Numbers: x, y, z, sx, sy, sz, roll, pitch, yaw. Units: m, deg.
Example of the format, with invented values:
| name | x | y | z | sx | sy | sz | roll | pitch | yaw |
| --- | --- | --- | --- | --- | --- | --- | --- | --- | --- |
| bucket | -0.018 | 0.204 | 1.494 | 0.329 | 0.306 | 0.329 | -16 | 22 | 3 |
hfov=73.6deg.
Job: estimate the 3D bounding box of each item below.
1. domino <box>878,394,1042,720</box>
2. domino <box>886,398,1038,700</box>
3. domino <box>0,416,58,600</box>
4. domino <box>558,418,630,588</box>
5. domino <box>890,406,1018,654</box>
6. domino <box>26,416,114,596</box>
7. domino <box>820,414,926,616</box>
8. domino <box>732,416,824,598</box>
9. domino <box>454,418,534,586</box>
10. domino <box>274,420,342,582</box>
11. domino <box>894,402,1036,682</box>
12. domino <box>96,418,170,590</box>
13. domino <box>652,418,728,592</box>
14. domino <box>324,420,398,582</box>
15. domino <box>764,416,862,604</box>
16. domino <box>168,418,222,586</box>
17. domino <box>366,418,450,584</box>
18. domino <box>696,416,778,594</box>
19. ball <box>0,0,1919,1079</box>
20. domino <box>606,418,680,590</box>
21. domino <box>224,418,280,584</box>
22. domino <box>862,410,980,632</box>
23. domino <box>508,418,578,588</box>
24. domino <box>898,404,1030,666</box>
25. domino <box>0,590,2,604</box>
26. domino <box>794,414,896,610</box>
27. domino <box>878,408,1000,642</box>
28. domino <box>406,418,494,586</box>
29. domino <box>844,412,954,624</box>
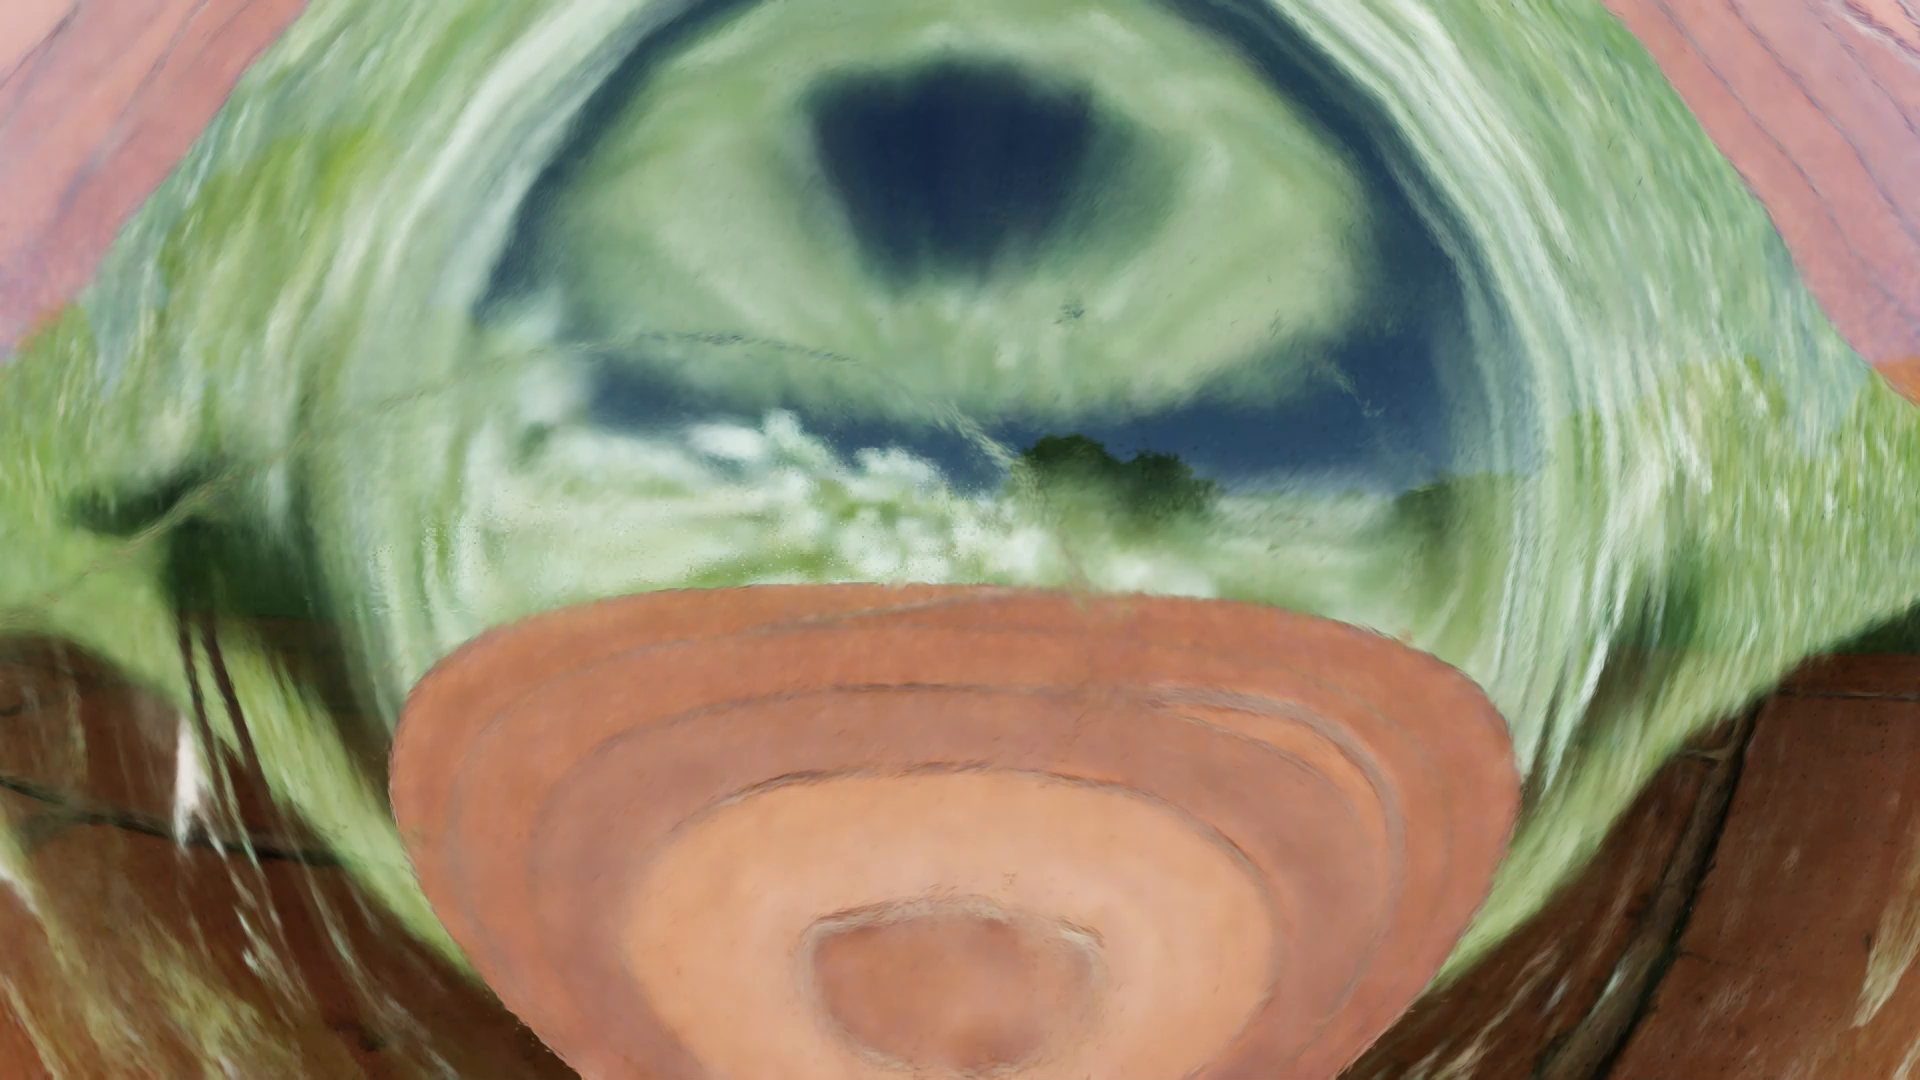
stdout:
| name | x | y | z | sx | sy | sz | roll | pitch | yaw |
| --- | --- | --- | --- | --- | --- | --- | --- | --- | --- |
| domino | 0.000 | 0.002 | 0.201 | 0.025 | 0.050 | 0.009 | 0 | 4 | 0 |
| domino | 0.001 | 0.001 | 0.217 | 0.025 | 0.050 | 0.010 | 0 | 4 | 2 |
| domino | -0.264 | -0.009 | 0.356 | 0.025 | 0.050 | 0.009 | 2 | 5 | 24 |
| domino | -0.111 | -0.012 | 0.389 | 0.009 | 0.050 | 0.025 | 1 | 4 | 10 |
| domino | -0.001 | -0.002 | 0.265 | 0.025 | 0.050 | 0.010 | -1 | 4 | -10 |
| domino | -0.257 | -0.010 | 0.370 | 0.025 | 0.050 | 0.010 | 3 | 5 | 32 |
| domino | -0.022 | -0.007 | 0.326 | 0.025 | 0.050 | 0.009 | -2 | 5 | -29 |
| domino | -0.052 | -0.010 | 0.364 | 0.009 | 0.050 | 0.025 | 4 | 6 | 42 |
| domino | -0.143 | -0.012 | 0.393 | 0.010 | 0.050 | 0.025 | 1 | 4 | 13 |
| domino | -0.205 | -0.013 | 0.405 | 0.009 | 0.050 | 0.025 | 0 | 4 | -6 |
| domino | 0.001 | 0.000 | 0.233 | 0.025 | 0.050 | 0.009 | 0 | 4 | 1 |
| domino | -0.247 | -0.011 | 0.383 | 0.025 | 0.050 | 0.009 | 4 | 6 | 40 |
| domino | -0.079 | -0.011 | 0.380 | 0.010 | 0.050 | 0.025 | 2 | 5 | 19 |
| domino | -0.189 | -0.013 | 0.406 | 0.009 | 0.050 | 0.025 | 0 | 4 | 1 |
| domino | -0.040 | -0.009 | 0.353 | 0.025 | 0.050 | 0.009 | -4 | 6 | -40 |
| domino | -0.235 | -0.012 | 0.394 | 0.009 | 0.050 | 0.025 | -3 | 5 | -37 |
| domino | -0.173 | -0.013 | 0.404 | 0.009 | 0.050 | 0.025 | 1 | 4 | 15 |
| domino | -0.065 | -0.010 | 0.374 | 0.009 | 0.050 | 0.025 | 2 | 5 | 29 |
| ball | 0.000 | -0.002 | 0.056 | 0.080 | 0.080 | 0.080 | 0 | 4 | 0 |
| domino | -0.095 | -0.011 | 0.385 | 0.009 | 0.050 | 0.025 | 1 | 4 | 16 |
| domino | -0.221 | -0.013 | 0.402 | 0.009 | 0.050 | 0.025 | -1 | 5 | -19 |
| domino | -0.009 | -0.005 | 0.296 | 0.025 | 0.050 | 0.009 | -1 | 5 | -18 |
| domino | -0.127 | -0.012 | 0.391 | 0.009 | 0.050 | 0.025 | 0 | 4 | 6 |
| domino | 0.001 | -0.001 | 0.249 | 0.025 | 0.050 | 0.010 | 0 | 4 | -3 |
| domino | -0.270 | -0.008 | 0.341 | 0.025 | 0.050 | 0.010 | 1 | 4 | 17 |
| domino | -0.030 | -0.008 | 0.340 | 0.025 | 0.050 | 0.009 | -3 | 5 | -35 |
| domino | -0.005 | -0.004 | 0.281 | 0.025 | 0.050 | 0.009 | -1 | 4 | -14 |
| domino | -0.158 | -0.012 | 0.398 | 0.010 | 0.050 | 0.025 | 2 | 5 | 21 |
| domino | -0.015 | -0.006 | 0.312 | 0.025 | 0.050 | 0.009 | -2 | 5 | -23 |
